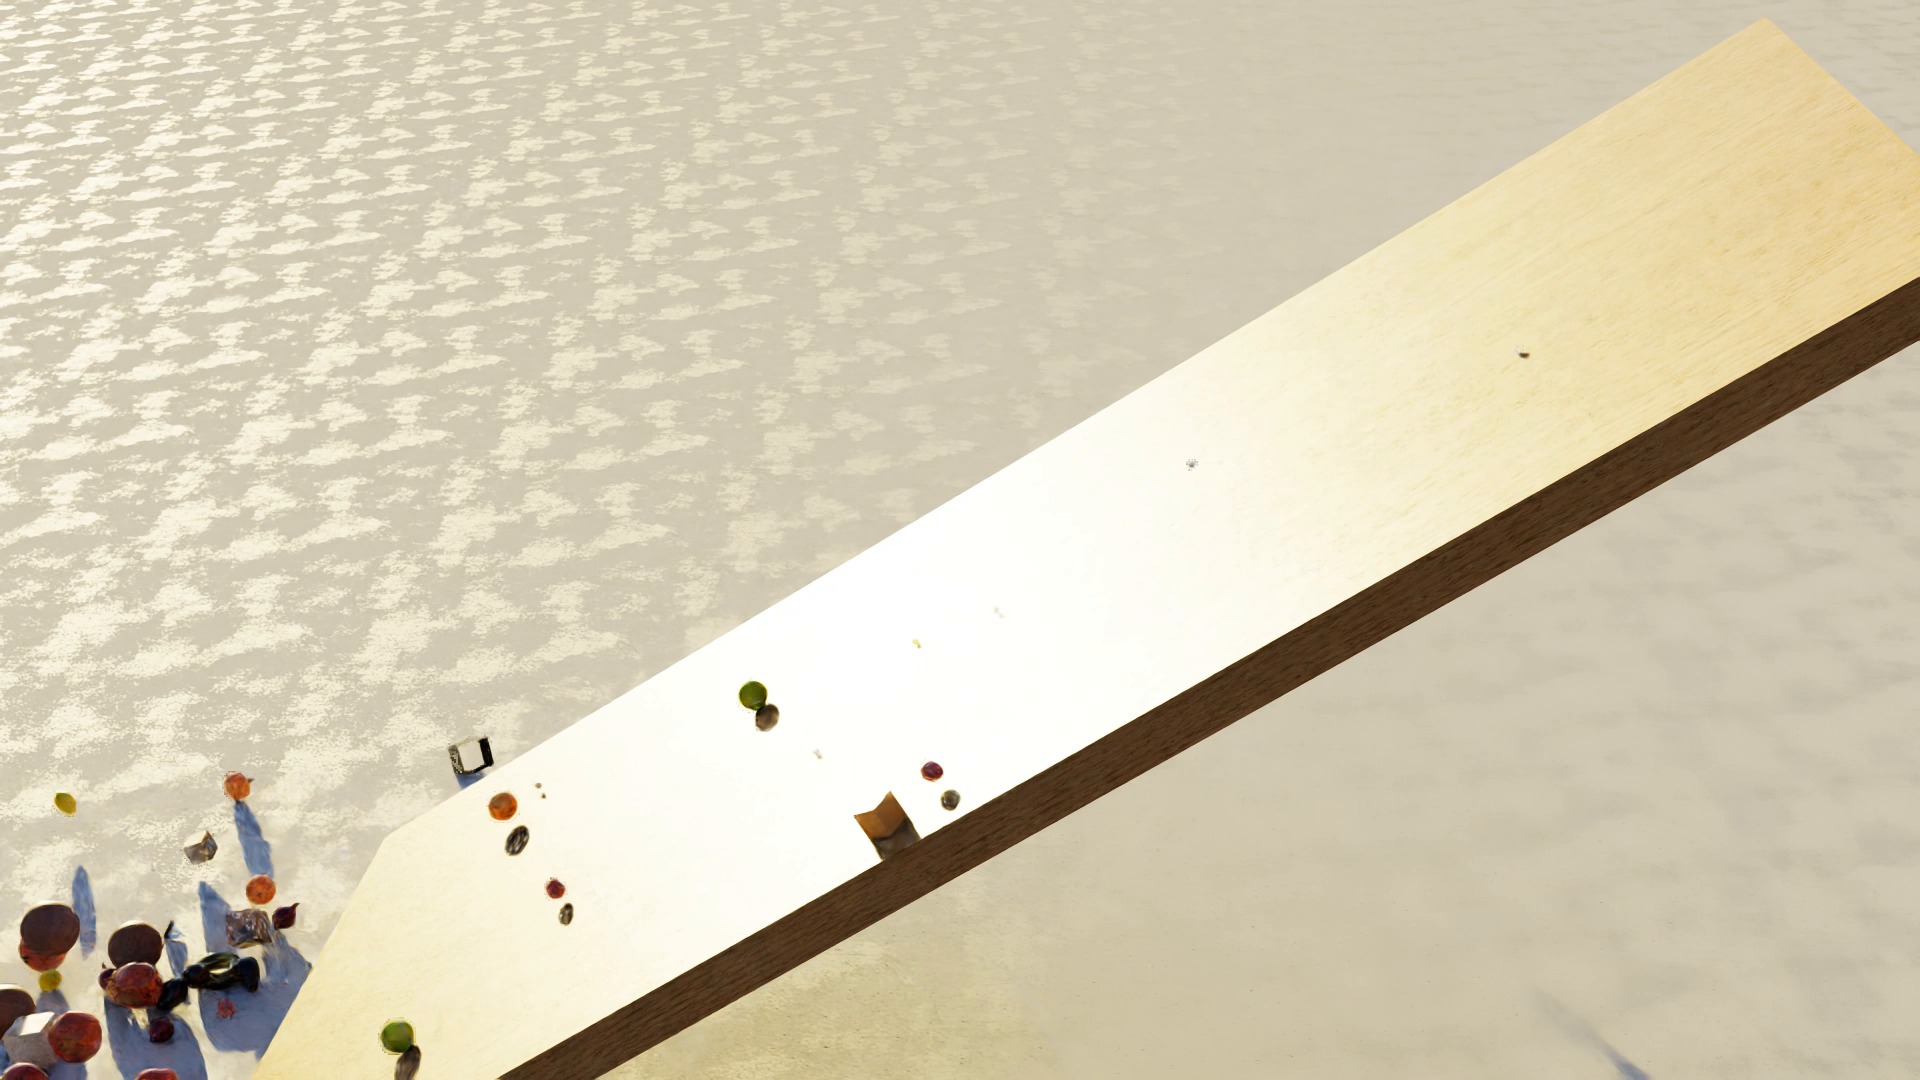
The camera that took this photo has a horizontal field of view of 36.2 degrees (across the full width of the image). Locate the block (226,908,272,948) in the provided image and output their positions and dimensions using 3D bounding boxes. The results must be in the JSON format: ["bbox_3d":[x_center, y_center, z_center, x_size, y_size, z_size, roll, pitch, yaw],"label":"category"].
[{"bbox_3d":[-1.751,0.955,7.233,0.076,0.076,0.076,-15,-20,14],"label":"block"}]

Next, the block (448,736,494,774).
[{"bbox_3d":[-1.372,0.604,8.251,0.081,0.081,0.081,-5,12,40],"label":"block"}]

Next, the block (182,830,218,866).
[{"bbox_3d":[-1.989,0.805,7.701,0.058,0.058,0.058,-18,25,15],"label":"block"}]

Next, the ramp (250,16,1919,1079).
[{"bbox_3d":[0.140,0.170,6.294,4.000,0.100,2.000,-31,15,14],"label":"ramp"}]

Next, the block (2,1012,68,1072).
[{"bbox_3d":[-2.121,1.151,6.745,0.093,0.093,0.093,-10,19,10],"label":"block"}]

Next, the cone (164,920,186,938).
[{"bbox_3d":[-1.951,0.980,7.330,0.050,0.050,0.050,23,20,-4],"label":"cone"}]

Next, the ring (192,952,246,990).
[{"bbox_3d":[-1.797,1.044,7.128,0.128,0.043,0.128,1,27,0],"label":"ring"}]

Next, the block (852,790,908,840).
[{"bbox_3d":[-0.151,0.516,5.520,0.062,0.062,0.062,-19,21,44],"label":"block"}]
